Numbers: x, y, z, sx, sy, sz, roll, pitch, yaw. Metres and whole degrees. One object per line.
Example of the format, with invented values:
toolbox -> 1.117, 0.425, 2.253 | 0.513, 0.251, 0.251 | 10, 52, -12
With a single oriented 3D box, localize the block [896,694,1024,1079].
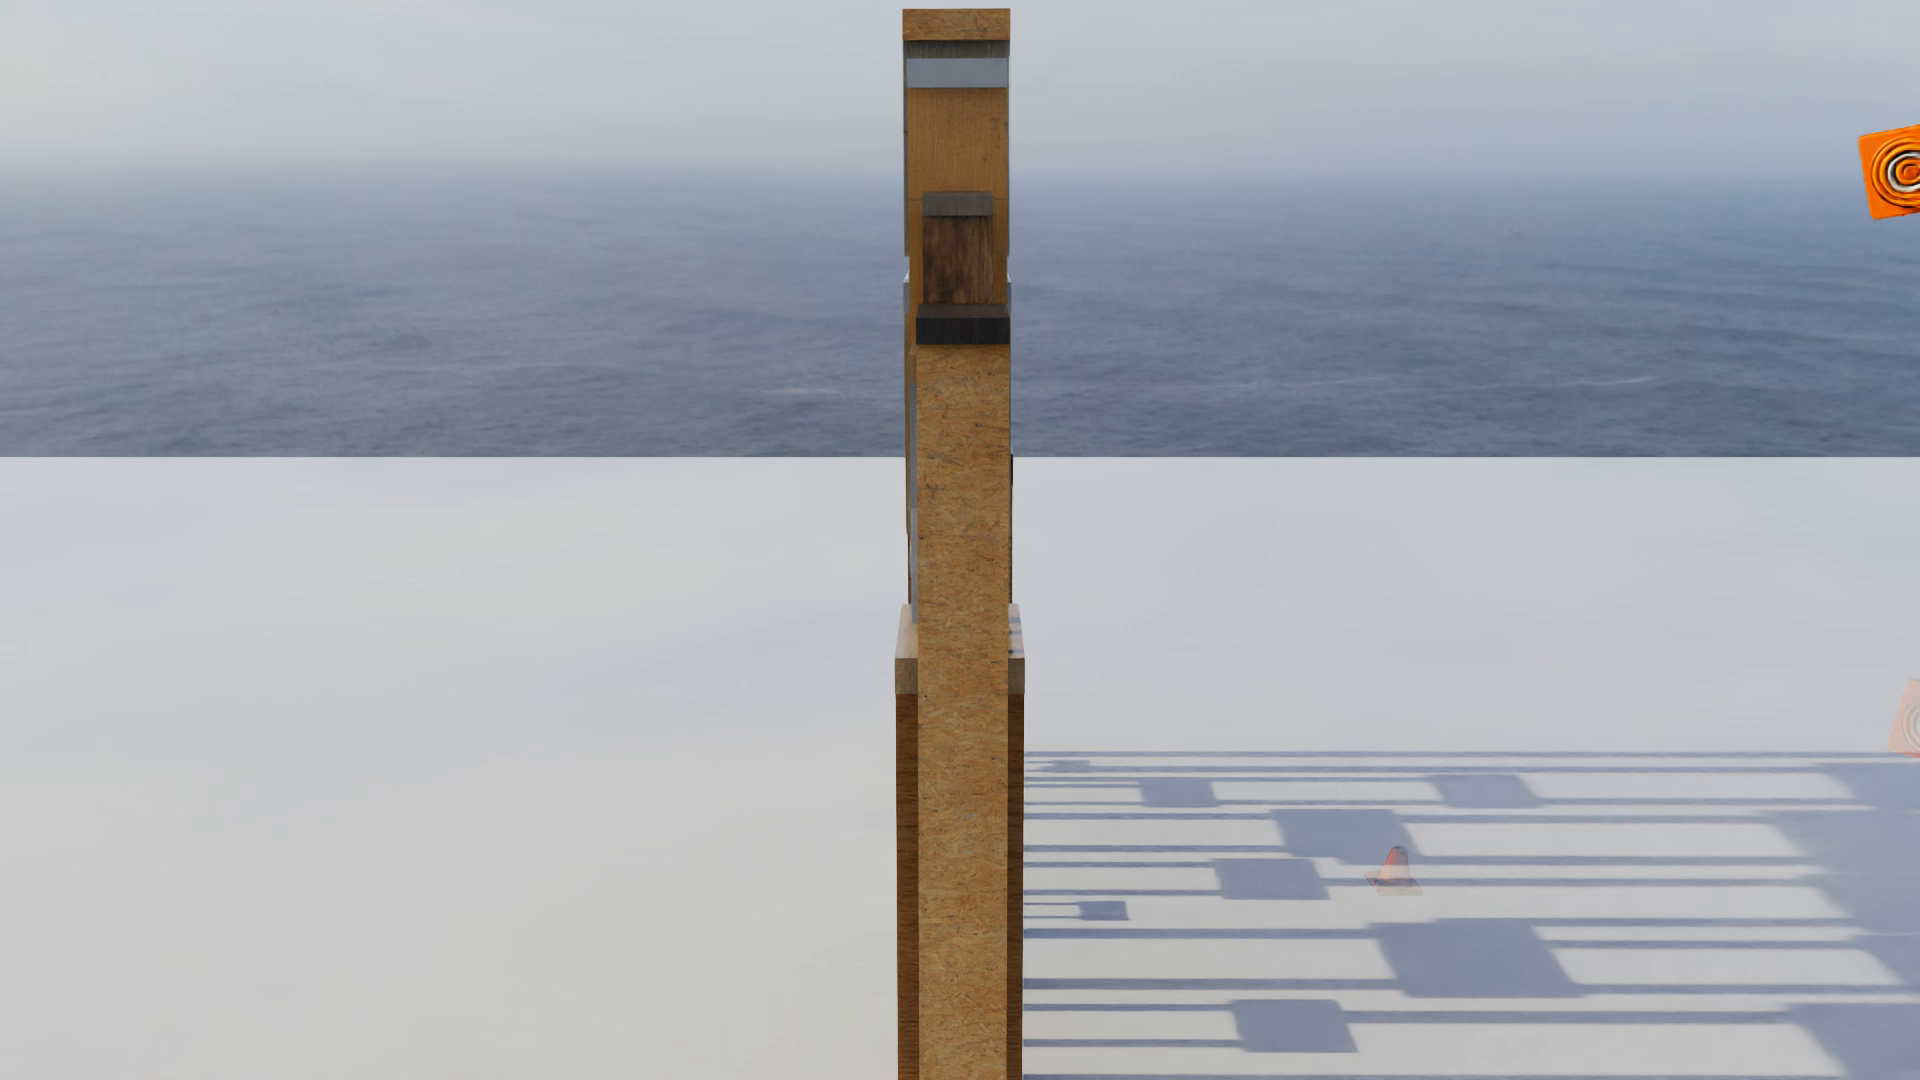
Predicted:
block -> 0.000, 0.455, 2.894 | 0.165, 0.548, 0.047 | 0, 11, 0

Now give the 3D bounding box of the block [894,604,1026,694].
block -> 0.000, 0.143, 2.948 | 0.165, 0.047, 0.330 | 0, 10, 0

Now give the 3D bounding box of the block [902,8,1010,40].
block -> -0.005, -0.818, 3.520 | 0.165, 0.047, 0.330 | 0, 11, 0

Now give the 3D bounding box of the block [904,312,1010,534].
block -> -0.003, -0.173, 3.217 | 0.153, 0.324, 0.043 | 0, 11, 0

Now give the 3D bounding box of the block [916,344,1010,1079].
block -> 0.004, 0.253, 2.743 | 0.111, 1.001, 0.031 | 0, 10, 0

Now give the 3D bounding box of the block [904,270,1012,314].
block -> -0.004, -0.373, 3.283 | 0.153, 0.043, 0.307 | 0, 10, 0

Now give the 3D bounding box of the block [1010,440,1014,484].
block -> 0.000, -0.151, 3.826 | 0.177, 0.050, 0.354 | 0, 11, 0

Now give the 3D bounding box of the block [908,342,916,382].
block -> -0.003, -0.249, 3.017 | 0.127, 0.036, 0.255 | 0, 10, 0

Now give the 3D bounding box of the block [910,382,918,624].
block -> -0.003, -0.053, 2.967 | 0.127, 0.331, 0.036 | 0, 10, 0

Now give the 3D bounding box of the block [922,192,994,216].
block -> -0.003, -0.444, 2.900 | 0.091, 0.026, 0.183 | 0, 10, 0

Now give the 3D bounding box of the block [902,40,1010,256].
block -> -0.005, -0.612, 3.445 | 0.165, 0.330, 0.047 | 0, 11, 0

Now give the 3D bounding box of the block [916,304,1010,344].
block -> 0.003, -0.269, 2.722 | 0.111, 0.031, 0.222 | 0, 11, 0

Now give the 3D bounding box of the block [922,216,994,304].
block -> -0.002, -0.241, 2.876 | 0.091, 0.366, 0.026 | 0, 10, 0

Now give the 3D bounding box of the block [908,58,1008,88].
block -> -0.004, -0.654, 3.096 | 0.135, 0.038, 0.270 | 0, 11, 0

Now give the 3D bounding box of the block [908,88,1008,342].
block -> -0.003, -0.448, 3.043 | 0.135, 0.347, 0.038 | 0, 10, 0

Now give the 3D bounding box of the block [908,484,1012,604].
block -> 0.000, 0.069, 3.748 | 0.177, 0.354, 0.050 | 0, 11, 0

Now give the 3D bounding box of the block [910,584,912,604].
block -> -0.003, 0.178, 3.174 | 0.136, 0.273, 0.039 | 0, 11, 0
